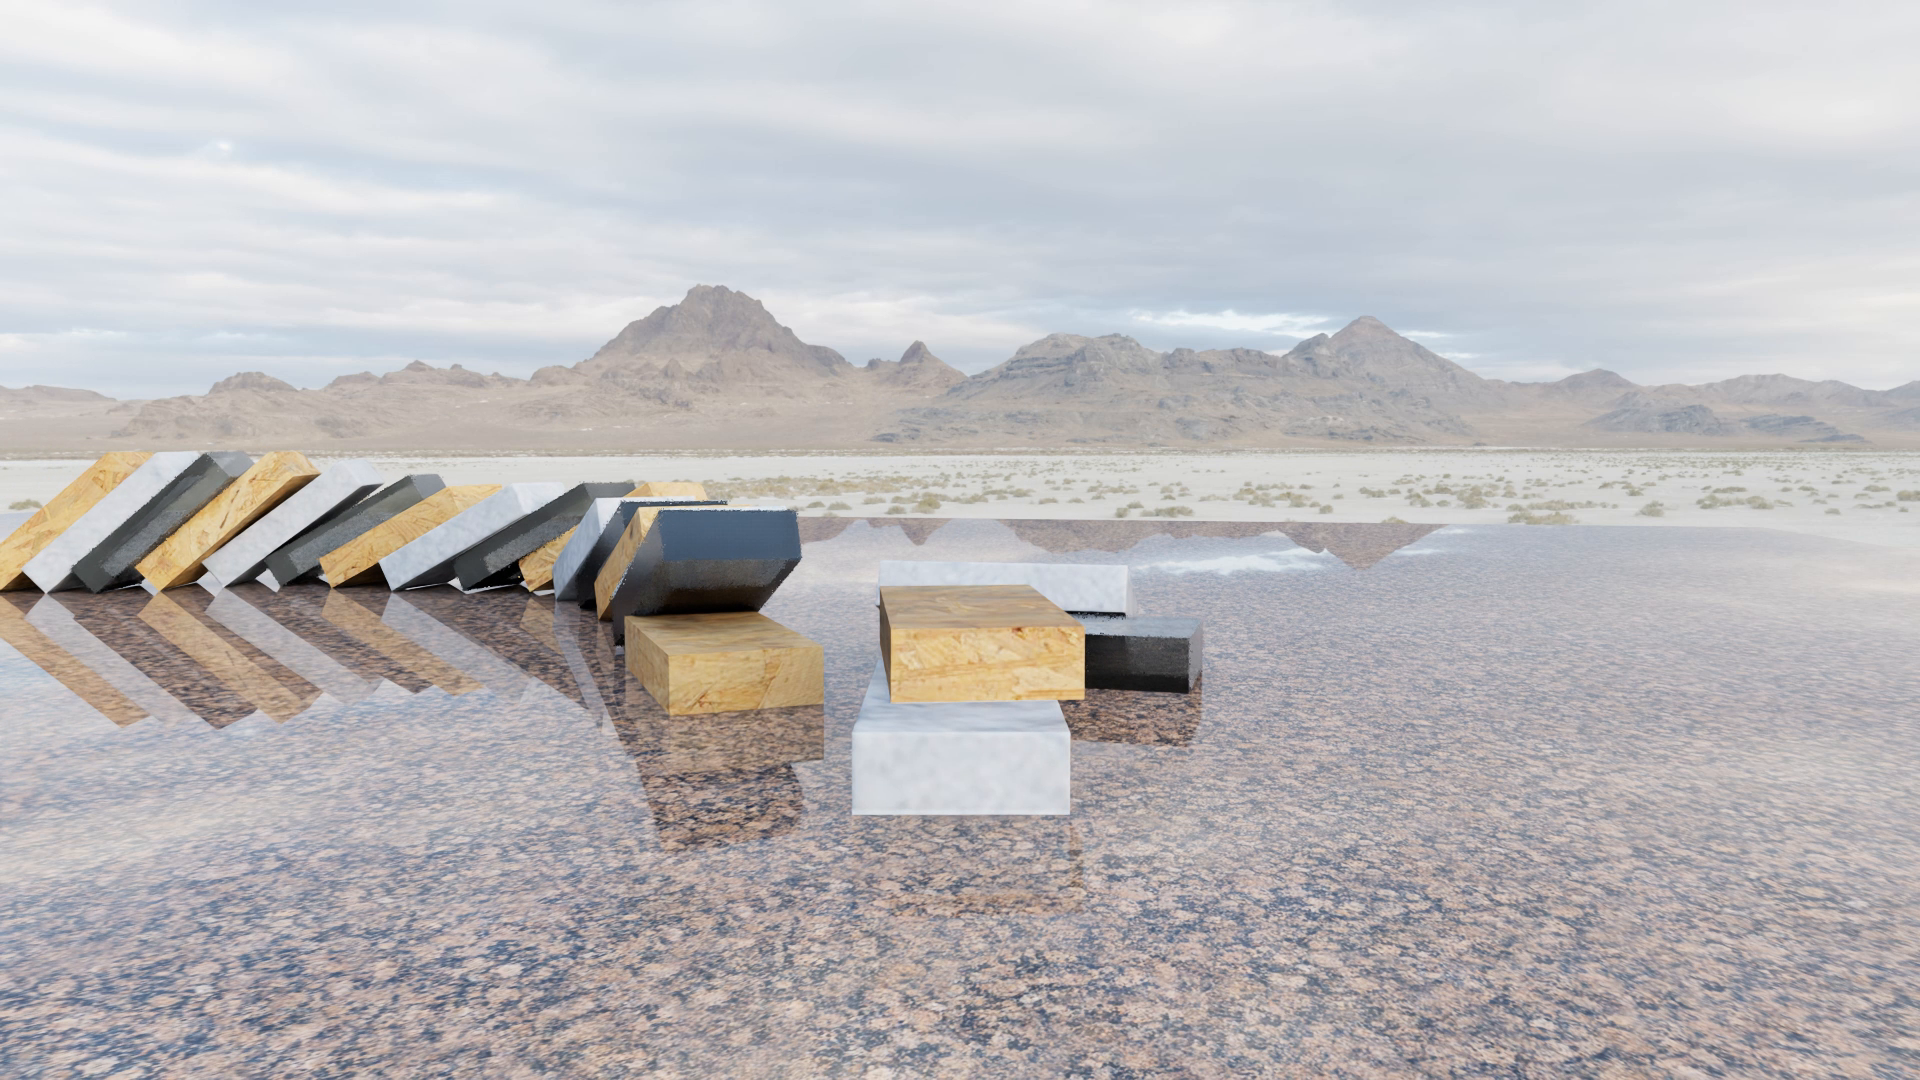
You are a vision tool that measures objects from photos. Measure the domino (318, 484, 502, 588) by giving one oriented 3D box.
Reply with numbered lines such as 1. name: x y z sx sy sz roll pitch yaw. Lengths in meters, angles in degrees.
1. domino: -0.163 -0.001 0.385 0.050 0.009 0.025 -26 -3 15

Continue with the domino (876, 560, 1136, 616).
1. domino: 0.010 0.013 0.265 0.050 0.009 0.025 1 -20 13

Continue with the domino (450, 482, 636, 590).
1. domino: -0.119 -0.001 0.372 0.050 0.009 0.025 -27 -6 17

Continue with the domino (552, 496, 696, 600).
1. domino: -0.089 0.003 0.337 0.025 0.009 0.050 -3 -19 -31

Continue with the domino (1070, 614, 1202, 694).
1. domino: 0.018 0.020 0.237 0.050 0.010 0.025 1 4 16

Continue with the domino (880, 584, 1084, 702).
1. domino: 0.001 0.014 0.190 0.025 0.009 0.050 0 4 -5

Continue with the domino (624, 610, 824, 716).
1. domino: -0.043 0.021 0.229 0.025 0.009 0.050 -2 5 -22

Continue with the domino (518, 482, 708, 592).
1. domino: -0.098 -0.001 0.364 0.050 0.009 0.025 -28 -9 21

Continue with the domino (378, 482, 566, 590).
1. domino: -0.141 -0.001 0.375 0.050 0.009 0.025 -27 -4 15

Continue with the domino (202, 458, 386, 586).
1. domino: -0.204 -0.006 0.394 0.050 0.009 0.025 -38 9 -5

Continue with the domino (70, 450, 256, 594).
1. domino: -0.232 -0.006 0.377 0.050 0.009 0.025 -42 8 -2

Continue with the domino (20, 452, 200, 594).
1. domino: -0.247 -0.006 0.378 0.050 0.009 0.025 -42 8 -3

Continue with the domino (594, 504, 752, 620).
1. domino: -0.067 0.006 0.296 0.025 0.009 0.050 -2 -19 -28

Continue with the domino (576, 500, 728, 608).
1. domino: -0.076 0.004 0.317 0.025 0.009 0.050 -2 -20 -29

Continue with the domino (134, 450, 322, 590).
1. domino: -0.218 -0.006 0.384 0.050 0.009 0.025 -42 9 -4

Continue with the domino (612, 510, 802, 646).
1. domino: -0.051 0.008 0.250 0.025 0.010 0.050 0 -21 -25

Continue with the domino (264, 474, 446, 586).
1. domino: -0.185 -0.004 0.396 0.050 0.010 0.025 -30 5 0

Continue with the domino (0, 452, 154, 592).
1. domino: -0.261 -0.006 0.379 0.050 0.009 0.025 -42 8 -3

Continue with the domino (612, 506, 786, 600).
1. domino: -0.056 0.007 0.274 0.025 0.009 0.050 -2 -20 -28

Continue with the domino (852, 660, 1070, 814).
1. domino: 0.000 0.025 0.172 0.025 0.010 0.050 0 4 0
